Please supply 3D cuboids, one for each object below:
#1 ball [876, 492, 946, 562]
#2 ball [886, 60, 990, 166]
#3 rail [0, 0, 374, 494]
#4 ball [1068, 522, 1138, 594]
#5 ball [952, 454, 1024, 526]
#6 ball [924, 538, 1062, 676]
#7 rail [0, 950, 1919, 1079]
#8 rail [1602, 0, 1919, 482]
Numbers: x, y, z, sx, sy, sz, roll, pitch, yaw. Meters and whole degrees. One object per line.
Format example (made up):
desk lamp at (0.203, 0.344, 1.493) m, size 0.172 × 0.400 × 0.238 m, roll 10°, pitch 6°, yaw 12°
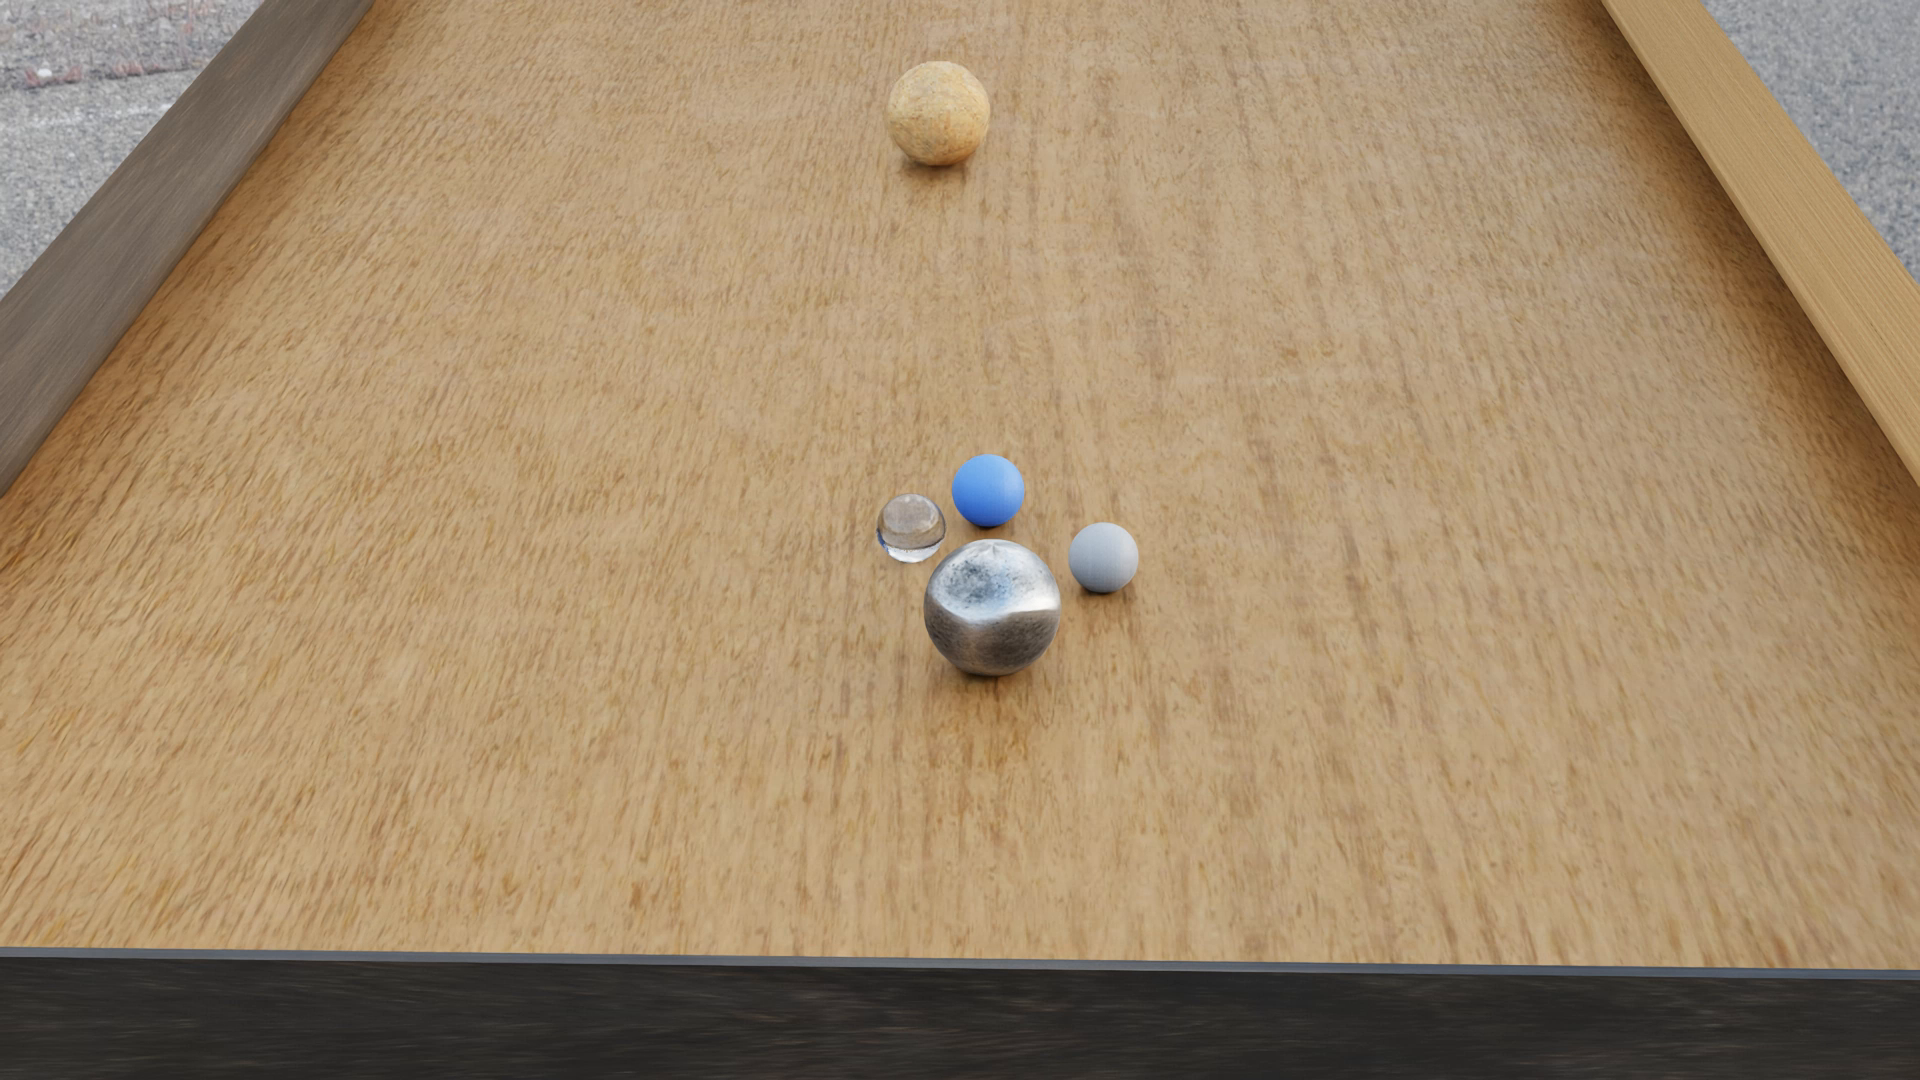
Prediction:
ball at (-0.033, -0.008, 1.967) m, size 0.047 × 0.047 × 0.047 m, roll 0°, pitch 26°, yaw 0°
ball at (-0.020, -0.393, 2.713) m, size 0.096 × 0.096 × 0.096 m, roll 0°, pitch 26°, yaw 0°
rail at (-0.641, -0.315, 2.514) m, size 0.045 × 0.125 × 2.566 m, roll 1°, pitch 26°, yaw 1°
ball at (0.094, 0.012, 1.926) m, size 0.046 × 0.046 × 0.046 m, roll 0°, pitch 26°, yaw 0°
ball at (0.019, -0.034, 2.017) m, size 0.050 × 0.050 × 0.050 m, roll 0°, pitch 26°, yaw 0°
ball at (0.020, 0.042, 1.818) m, size 0.086 × 0.086 × 0.086 m, roll 0°, pitch 26°, yaw 0°
rail at (-0.013, 0.236, 1.366) m, size 1.357 × 0.125 × 0.045 m, roll 1°, pitch 26°, yaw 1°
rail at (0.668, -0.303, 2.488) m, size 0.045 × 0.125 × 2.566 m, roll 1°, pitch 26°, yaw 1°
